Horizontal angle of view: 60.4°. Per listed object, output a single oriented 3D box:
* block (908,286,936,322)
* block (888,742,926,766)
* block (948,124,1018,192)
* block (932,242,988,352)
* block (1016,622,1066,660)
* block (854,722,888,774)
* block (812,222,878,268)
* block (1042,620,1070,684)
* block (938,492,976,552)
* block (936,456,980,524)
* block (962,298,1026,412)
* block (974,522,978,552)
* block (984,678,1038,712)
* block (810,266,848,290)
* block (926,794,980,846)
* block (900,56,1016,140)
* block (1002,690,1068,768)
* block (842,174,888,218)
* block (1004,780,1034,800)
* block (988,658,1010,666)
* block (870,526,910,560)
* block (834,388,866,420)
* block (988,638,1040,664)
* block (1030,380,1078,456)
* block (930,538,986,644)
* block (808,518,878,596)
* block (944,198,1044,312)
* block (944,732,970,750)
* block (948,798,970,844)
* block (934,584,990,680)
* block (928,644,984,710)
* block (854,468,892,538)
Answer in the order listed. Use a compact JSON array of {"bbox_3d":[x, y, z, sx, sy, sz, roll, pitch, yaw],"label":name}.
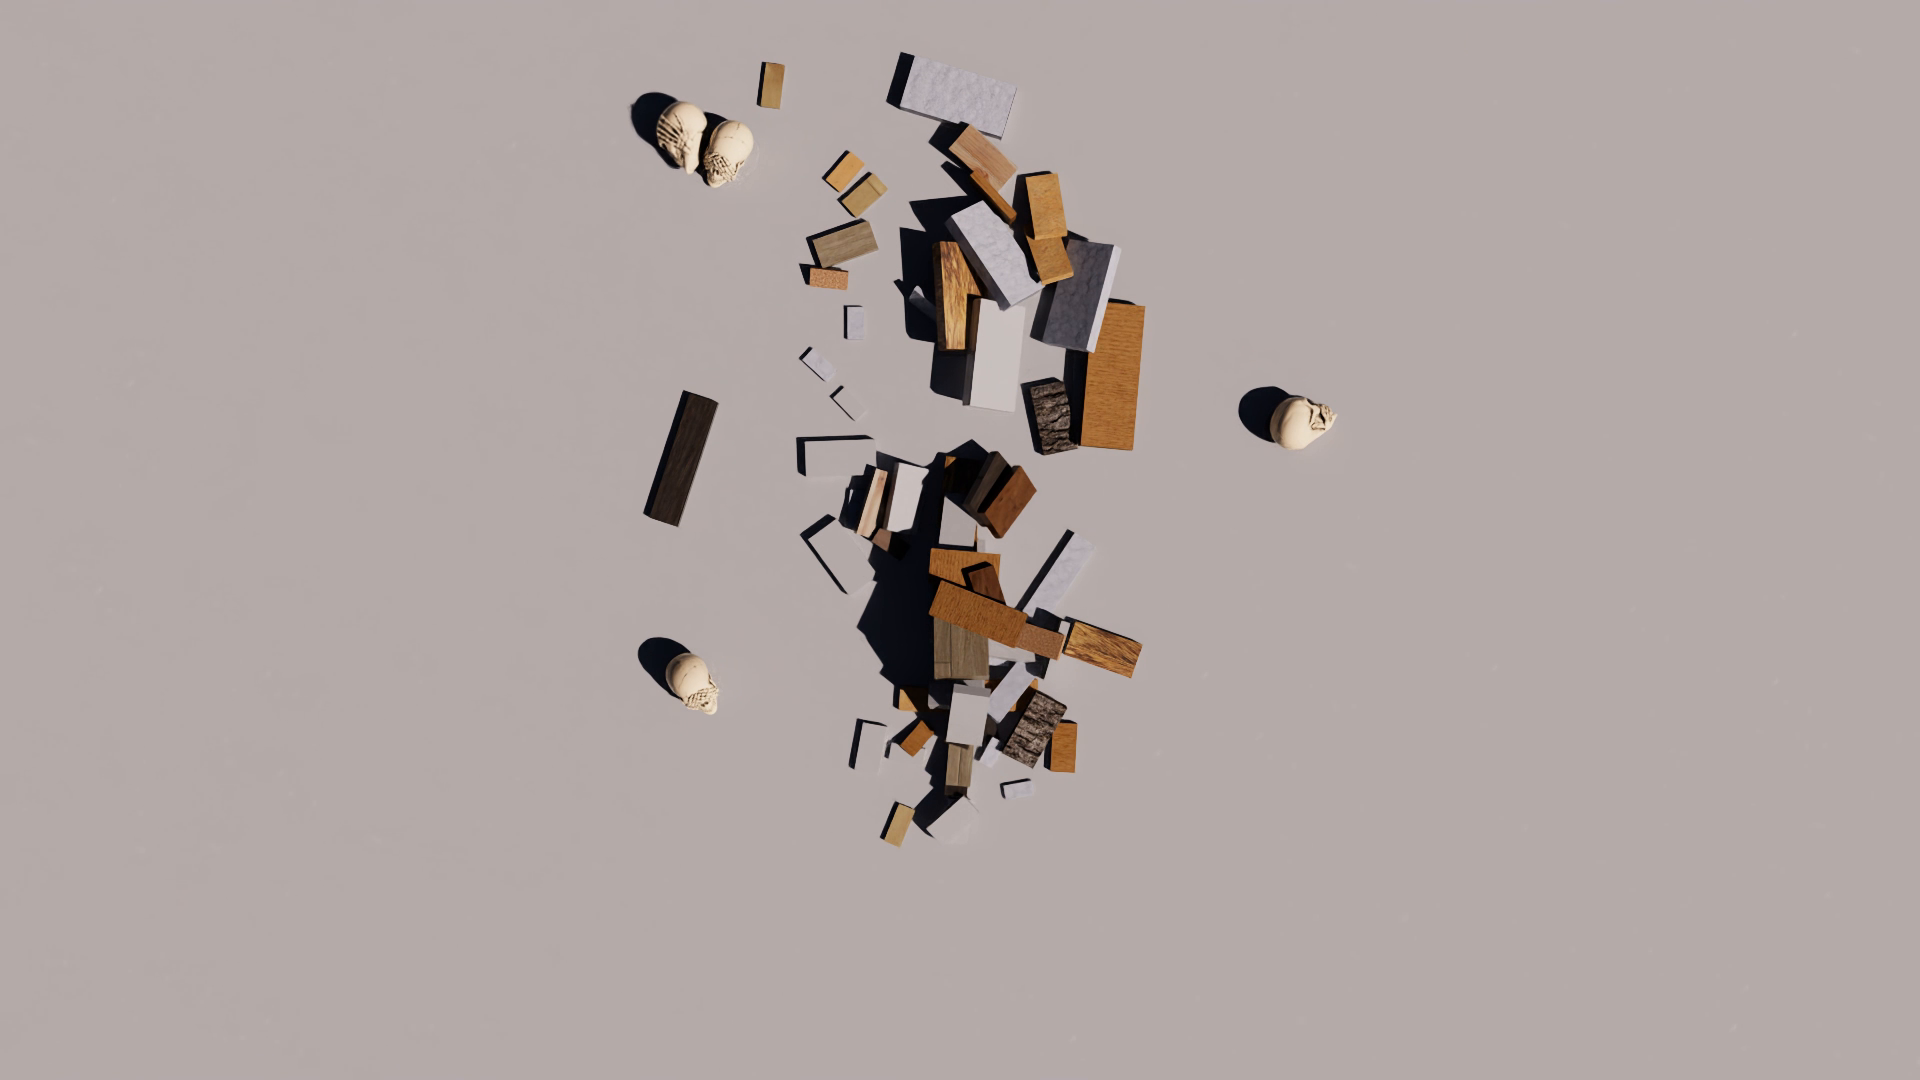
[{"bbox_3d":[-0.101,-0.775,5.464,0.142,0.071,0.020,38,61,0],"label":"block"},{"bbox_3d":[-0.176,0.713,5.492,0.116,0.016,0.058,11,90,0],"label":"block"},{"bbox_3d":[0.078,-1.263,5.458,0.214,0.030,0.107,40,97,-11],"label":"block"},{"bbox_3d":[0.006,-0.800,5.431,0.175,0.050,0.350,-3,90,-33],"label":"block"},{"bbox_3d":[0.255,0.329,5.404,0.170,0.024,0.085,17,90,20],"label":"block"},{"bbox_3d":[-0.297,0.693,5.488,0.081,0.023,0.163,10,90,0],"label":"block"},{"bbox_3d":[-0.380,-0.981,5.486,0.197,0.028,0.099,-19,90,0],"label":"block"},{"bbox_3d":[0.317,0.368,5.448,0.029,0.104,0.208,17,90,0],"label":"block"},{"bbox_3d":[-0.005,-0.038,5.388,0.113,0.032,0.226,7,80,2],"label":"block"},{"bbox_3d":[-0.004,-0.159,5.452,0.113,0.032,0.226,7,75,3],"label":"block"},{"bbox_3d":[0.112,-0.606,5.433,0.175,0.050,0.350,6,90,-32],"label":"block"},{"bbox_3d":[0.000,-0.007,5.438,0.113,0.032,0.226,0,66,-1],"label":"block"},{"bbox_3d":[0.154,0.515,5.467,0.208,0.029,0.104,0,89,-10],"label":"block"},{"bbox_3d":[-0.435,-0.869,5.478,0.125,0.018,0.063,6,117,0],"label":"block"},{"bbox_3d":[-0.022,0.926,5.443,0.165,0.023,0.082,-42,94,4],"label":"block"},{"bbox_3d":[-0.005,-1.468,5.475,0.352,0.050,0.176,17,90,0],"label":"block"},{"bbox_3d":[0.245,0.627,5.457,0.118,0.033,0.236,28,99,-7],"label":"block"},{"bbox_3d":[-0.316,-1.146,5.490,0.142,0.020,0.071,-42,90,0],"label":"block"},{"bbox_3d":[0.196,0.833,5.493,0.096,0.014,0.048,-10,90,0],"label":"block"},{"bbox_3d":[0.086,0.375,5.489,0.158,0.022,0.079,4,90,0],"label":"block"},{"bbox_3d":[-0.230,0.011,5.464,0.123,0.017,0.062,36,84,-19],"label":"block"},{"bbox_3d":[-0.365,-0.452,5.492,0.054,0.015,0.108,-44,90,0],"label":"block"},{"bbox_3d":[0.161,0.344,5.460,0.208,0.029,0.104,8,70,-4],"label":"block"},{"bbox_3d":[0.311,-0.404,5.484,0.114,0.032,0.229,-12,90,0],"label":"block"},{"bbox_3d":[-0.007,0.168,5.416,0.174,0.049,0.347,1,69,0],"label":"block"},{"bbox_3d":[-0.388,0.058,5.483,0.117,0.033,0.234,-36,90,0],"label":"block"},{"bbox_3d":[0.115,-0.939,5.428,0.175,0.050,0.350,-34,90,-36],"label":"block"},{"bbox_3d":[0.012,0.605,5.467,0.082,0.023,0.165,18,76,3],"label":"block"},{"bbox_3d":[-0.007,0.930,5.466,0.075,0.021,0.149,3,96,0],"label":"block"},{"bbox_3d":[0.003,0.278,5.322,0.174,0.049,0.347,-1,69,-1],"label":"block"},{"bbox_3d":[-0.003,0.380,5.402,0.174,0.049,0.347,0,69,10],"label":"block"},{"bbox_3d":[-0.263,-0.114,5.466,0.112,0.032,0.225,17,90,-20],"label":"block"}]
